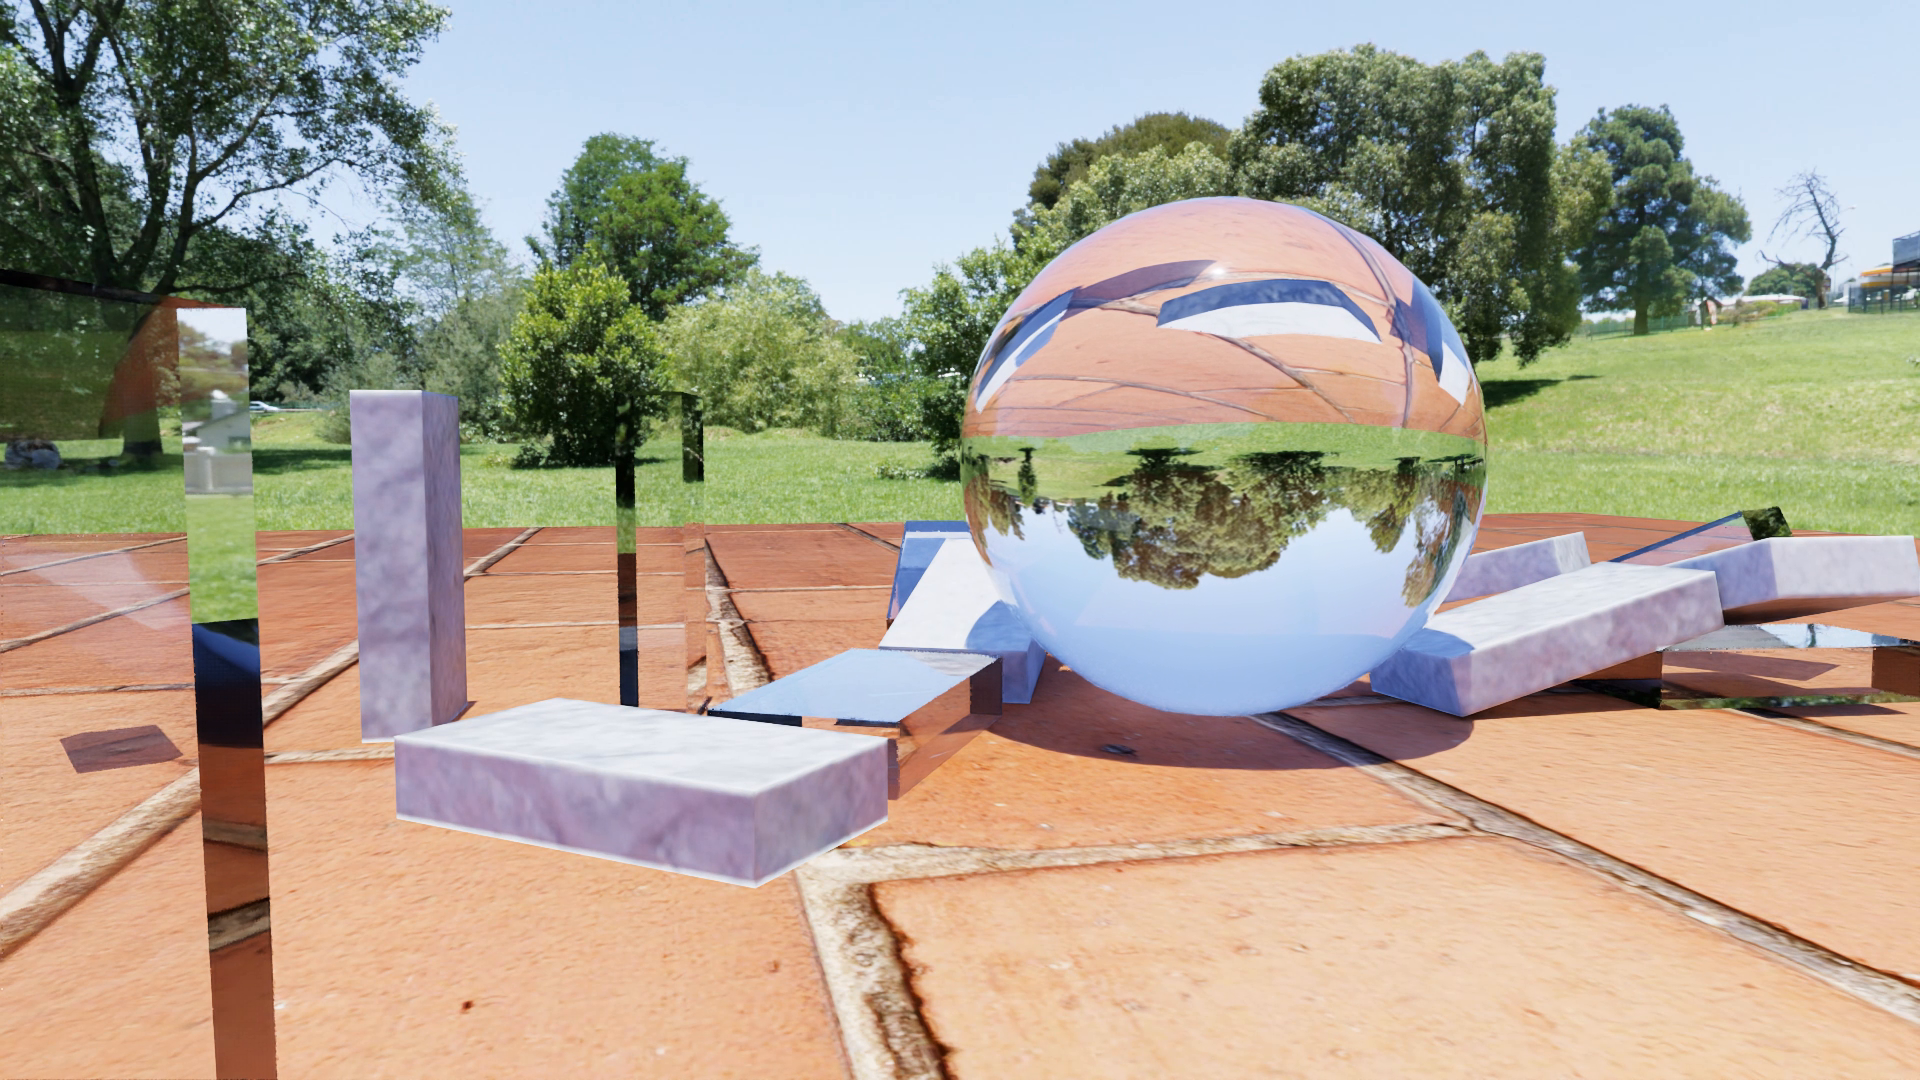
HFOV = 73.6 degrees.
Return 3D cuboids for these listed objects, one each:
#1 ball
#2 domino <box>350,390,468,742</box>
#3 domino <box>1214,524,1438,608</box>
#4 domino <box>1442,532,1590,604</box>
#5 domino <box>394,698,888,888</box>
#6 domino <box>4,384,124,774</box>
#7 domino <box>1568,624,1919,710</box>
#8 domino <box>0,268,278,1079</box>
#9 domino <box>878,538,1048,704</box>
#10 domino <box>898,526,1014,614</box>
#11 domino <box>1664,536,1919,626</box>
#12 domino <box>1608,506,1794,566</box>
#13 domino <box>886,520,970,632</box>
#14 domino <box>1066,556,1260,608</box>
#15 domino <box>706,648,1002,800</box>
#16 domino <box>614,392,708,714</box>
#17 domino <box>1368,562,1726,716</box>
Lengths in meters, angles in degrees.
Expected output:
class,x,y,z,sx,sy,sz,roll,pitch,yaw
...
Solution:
class,x,y,z,sx,sy,sz,roll,pitch,yaw
ball,0.040,-0.013,0.201,0.080,0.080,0.080,0,4,0
domino,-0.083,0.003,0.194,0.009,0.050,0.025,-1,4,-10
domino,0.092,0.007,0.324,0.050,0.010,0.025,-15,-6,27
domino,0.117,0.009,0.300,0.050,0.010,0.025,-16,-7,39
domino,-0.036,0.027,0.145,0.050,0.009,0.025,2,5,27
domino,-0.124,0.004,0.177,0.009,0.050,0.025,-4,6,-39
domino,0.135,0.021,0.220,0.050,0.009,0.025,-1,4,-9
domino,-0.046,0.013,0.061,0.010,0.050,0.025,0,4,5
domino,0.004,0.013,0.234,0.025,0.009,0.050,1,21,13
domino,0.000,0.009,0.301,0.025,0.010,0.050,0,19,2
domino,0.134,0.009,0.223,0.025,0.010,0.050,-1,-11,-8
domino,0.142,0.008,0.266,0.025,0.009,0.050,-4,-19,-43
domino,-0.001,0.010,0.271,0.025,0.010,0.050,0,23,2
domino,0.056,0.011,0.356,0.050,0.009,0.025,-3,5,-32
domino,-0.012,0.024,0.180,0.025,0.010,0.050,1,4,16
domino,-0.046,0.003,0.198,0.009,0.050,0.025,0,4,-4
domino,0.097,0.016,0.214,0.050,0.010,0.025,-15,6,-13
